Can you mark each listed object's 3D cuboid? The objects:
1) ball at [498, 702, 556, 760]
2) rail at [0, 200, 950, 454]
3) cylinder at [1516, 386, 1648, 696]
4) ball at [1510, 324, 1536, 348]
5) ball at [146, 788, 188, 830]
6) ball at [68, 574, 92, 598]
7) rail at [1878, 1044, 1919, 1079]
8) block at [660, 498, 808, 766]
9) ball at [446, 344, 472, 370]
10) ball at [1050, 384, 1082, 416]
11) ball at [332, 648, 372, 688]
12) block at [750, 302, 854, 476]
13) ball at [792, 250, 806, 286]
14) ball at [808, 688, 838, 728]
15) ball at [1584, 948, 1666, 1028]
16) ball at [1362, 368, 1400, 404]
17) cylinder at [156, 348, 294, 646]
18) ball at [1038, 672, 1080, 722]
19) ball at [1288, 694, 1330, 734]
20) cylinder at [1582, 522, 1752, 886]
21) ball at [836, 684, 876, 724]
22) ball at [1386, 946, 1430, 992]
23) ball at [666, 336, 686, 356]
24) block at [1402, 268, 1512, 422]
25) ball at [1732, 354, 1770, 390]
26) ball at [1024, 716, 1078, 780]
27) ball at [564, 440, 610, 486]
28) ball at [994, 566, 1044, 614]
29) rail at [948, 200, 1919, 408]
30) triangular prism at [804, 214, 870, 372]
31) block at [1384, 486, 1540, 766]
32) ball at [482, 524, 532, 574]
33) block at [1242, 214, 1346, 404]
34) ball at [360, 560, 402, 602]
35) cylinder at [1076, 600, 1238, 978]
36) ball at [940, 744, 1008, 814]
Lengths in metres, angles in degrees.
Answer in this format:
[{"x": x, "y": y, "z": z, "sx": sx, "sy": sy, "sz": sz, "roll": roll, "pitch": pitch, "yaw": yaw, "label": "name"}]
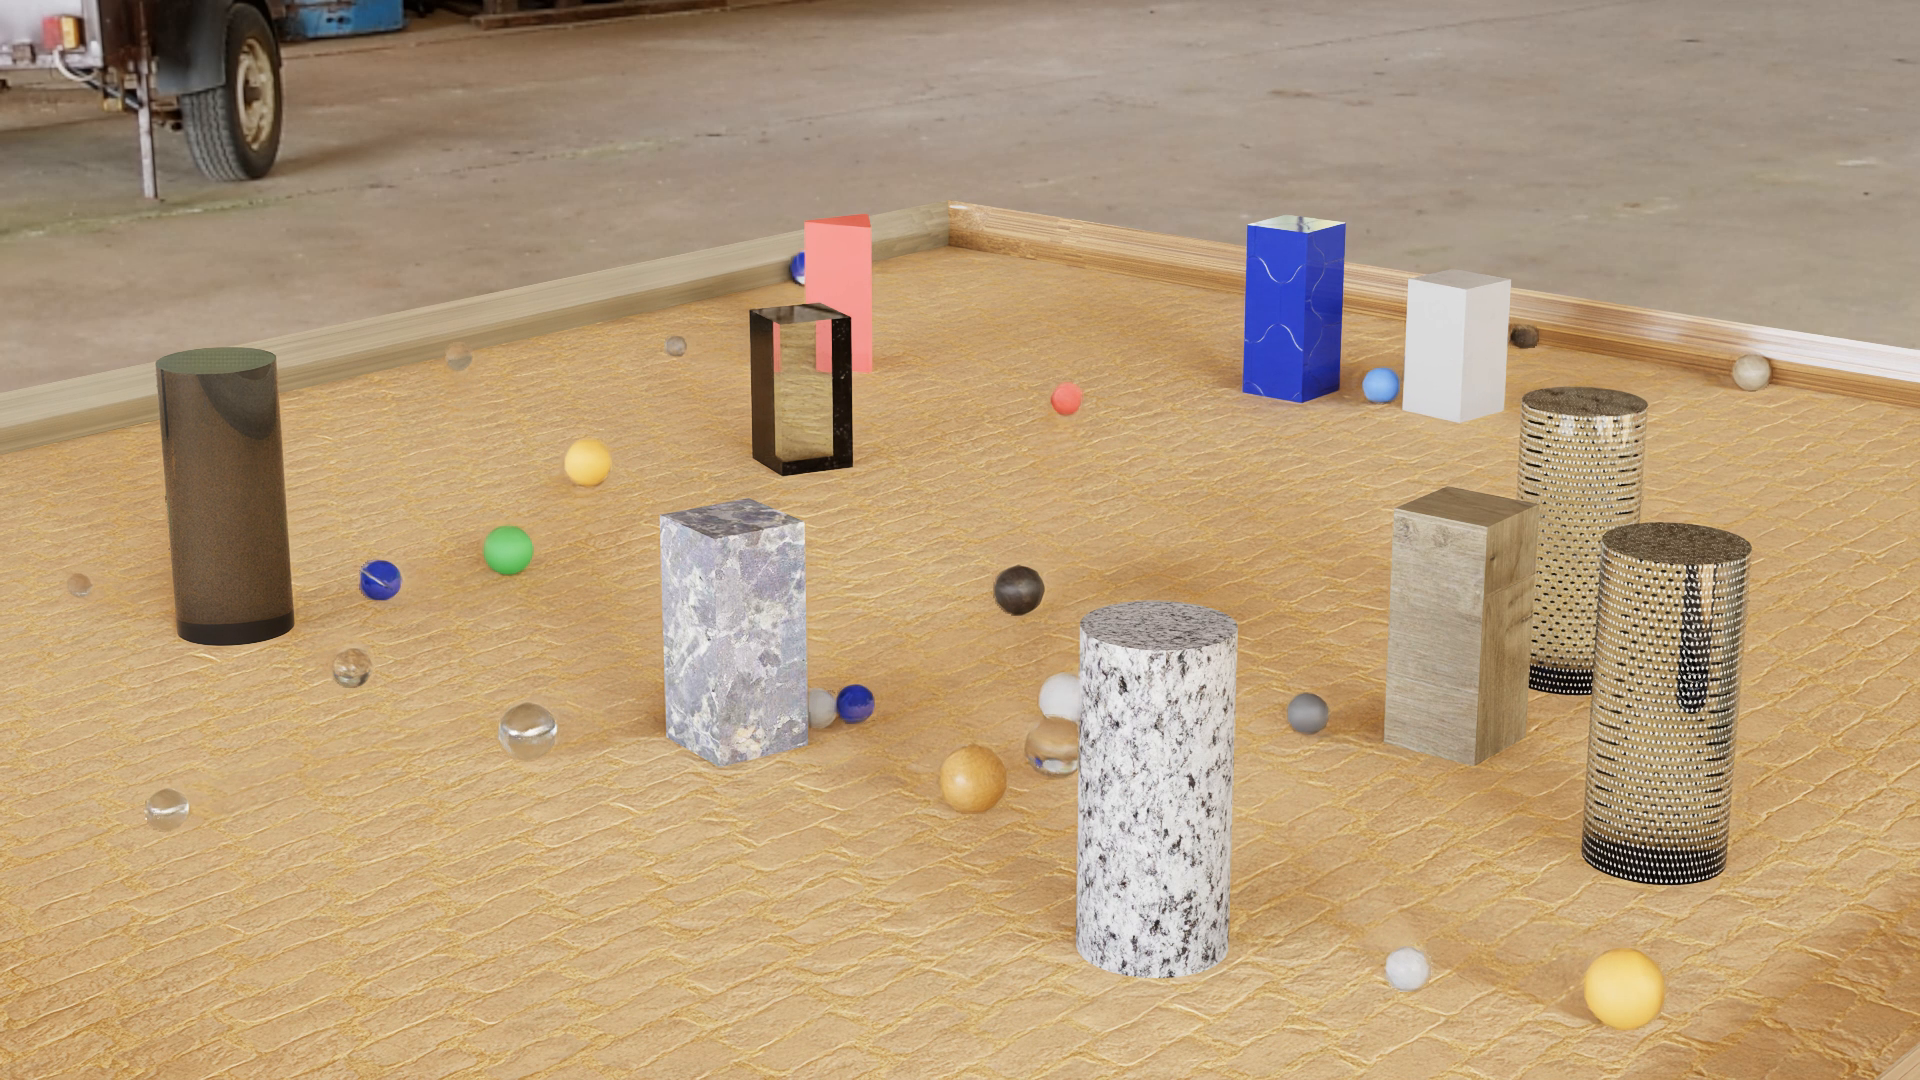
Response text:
[{"x": -0.643, "y": 0.284, "z": 4.356, "sx": 0.086, "sy": 0.086, "sz": 0.086, "roll": 0, "pitch": 17, "yaw": 0, "label": "ball"}, {"x": -1.567, "y": -0.361, "z": 6.423, "sx": 0.045, "sy": 0.126, "sz": 4.734, "roll": 14, "pitch": 22, "yaw": 39, "label": "rail"}, {"x": 0.979, "y": 0.000, "z": 4.660, "sx": 0.194, "sy": 0.454, "sz": 0.194, "roll": 0, "pitch": 17, "yaw": 0, "label": "cylinder"}, {"x": 1.335, "y": -0.483, "z": 6.943, "sx": 0.060, "sy": 0.060, "sz": 0.060, "roll": 0, "pitch": 17, "yaw": 0, "label": "ball"}, {"x": -1.108, "y": 0.377, "z": 4.097, "sx": 0.058, "sy": 0.058, "sz": 0.058, "roll": 0, "pitch": 17, "yaw": 0, "label": "ball"}, {"x": -1.535, "y": 0.080, "z": 5.112, "sx": 0.041, "sy": 0.041, "sz": 0.041, "roll": 0, "pitch": 17, "yaw": 0, "label": "ball"}, {"x": 1.567, "y": 0.425, "z": 3.817, "sx": 0.045, "sy": 0.126, "sz": 4.734, "roll": 14, "pitch": 22, "yaw": 39, "label": "rail"}, {"x": -0.337, "y": 0.136, "z": 4.387, "sx": 0.155, "sy": 0.352, "sz": 0.155, "roll": -12, "pitch": 20, "yaw": -34, "label": "block"}, {"x": -1.151, "y": -0.419, "z": 6.732, "sx": 0.059, "sy": 0.059, "sz": 0.059, "roll": 0, "pitch": 17, "yaw": 0, "label": "ball"}, {"x": 0.229, "y": -0.302, "z": 6.335, "sx": 0.066, "sy": 0.066, "sz": 0.066, "roll": 0, "pitch": 17, "yaw": 0, "label": "ball"}, {"x": -0.966, "y": 0.203, "z": 4.665, "sx": 0.062, "sy": 0.062, "sz": 0.062, "roll": 0, "pitch": 17, "yaw": 0, "label": "ball"}, {"x": -0.321, "y": -0.306, "z": 5.924, "sx": 0.155, "sy": 0.310, "sz": 0.155, "roll": -8, "pitch": 19, "yaw": -25, "label": "block"}, {"x": -0.390, "y": -0.708, "z": 7.625, "sx": 0.097, "sy": 0.097, "sz": 0.097, "roll": 0, "pitch": 17, "yaw": 0, "label": "ball"}, {"x": -0.218, "y": 0.258, "z": 4.486, "sx": 0.061, "sy": 0.061, "sz": 0.061, "roll": 0, "pitch": 17, "yaw": 0, "label": "ball"}, {"x": 0.795, "y": 0.536, "z": 3.505, "sx": 0.096, "sy": 0.096, "sz": 0.096, "roll": 0, "pitch": 17, "yaw": 0, "label": "ball"}, {"x": 0.924, "y": -0.339, "z": 6.432, "sx": 0.079, "sy": 0.079, "sz": 0.079, "roll": 0, "pitch": 17, "yaw": 0, "label": "ball"}, {"x": -1.224, "y": -0.074, "z": 4.891, "sx": 0.194, "sy": 0.463, "sz": 0.194, "roll": 0, "pitch": 17, "yaw": 0, "label": "cylinder"}, {"x": 0.161, "y": 0.244, "z": 4.499, "sx": 0.081, "sy": 0.081, "sz": 0.081, "roll": 0, "pitch": 17, "yaw": 0, "label": "ball"}, {"x": 0.530, "y": 0.265, "z": 4.461, "sx": 0.063, "sy": 0.063, "sz": 0.063, "roll": 0, "pitch": 17, "yaw": 0, "label": "ball"}, {"x": 0.948, "y": 0.219, "z": 3.945, "sx": 0.194, "sy": 0.449, "sz": 0.194, "roll": 0, "pitch": 17, "yaw": 0, "label": "cylinder"}, {"x": -0.161, "y": 0.252, "z": 4.508, "sx": 0.061, "sy": 0.061, "sz": 0.061, "roll": 0, "pitch": 17, "yaw": 0, "label": "ball"}, {"x": 0.551, "y": 0.527, "z": 3.605, "sx": 0.054, "sy": 0.054, "sz": 0.054, "roll": 0, "pitch": 17, "yaw": 0, "label": "ball"}, {"x": -0.664, "y": -0.453, "z": 6.864, "sx": 0.049, "sy": 0.049, "sz": 0.049, "roll": 0, "pitch": 17, "yaw": 0, "label": "ball"}, {"x": 1.073, "y": -0.421, "z": 6.340, "sx": 0.155, "sy": 0.291, "sz": 0.155, "roll": -15, "pitch": 22, "yaw": -41, "label": "block"}, {"x": 1.767, "y": -0.374, "z": 6.547, "sx": 0.081, "sy": 0.081, "sz": 0.081, "roll": 0, "pitch": 17, "yaw": 0, "label": "ball"}, {"x": 0.140, "y": 0.303, "z": 4.282, "sx": 0.092, "sy": 0.092, "sz": 0.092, "roll": 0, "pitch": 17, "yaw": 0, "label": "ball"}, {"x": -0.736, "y": -0.152, "z": 5.794, "sx": 0.090, "sy": 0.090, "sz": 0.090, "roll": 0, "pitch": 17, "yaw": 0, "label": "ball"}, {"x": 0.102, "y": 0.086, "z": 5.017, "sx": 0.085, "sy": 0.085, "sz": 0.085, "roll": 0, "pitch": 17, "yaw": 0, "label": "ball"}, {"x": 1.536, "y": -0.479, "z": 6.814, "sx": 4.199, "sy": 0.126, "sz": 0.045, "roll": 14, "pitch": 22, "yaw": 39, "label": "rail"}, {"x": -0.248, "y": -0.574, "z": 6.766, "sx": 0.168, "sy": 0.337, "sz": 0.146, "roll": 8, "pitch": 19, "yaw": 25, "label": "triangular prism"}, {"x": 0.750, "y": 0.127, "z": 4.388, "sx": 0.155, "sy": 0.369, "sz": 0.155, "roll": 13, "pitch": 21, "yaw": 37, "label": "block"}, {"x": -0.808, "y": 0.017, "z": 5.237, "sx": 0.089, "sy": 0.089, "sz": 0.089, "roll": 0, "pitch": 17, "yaw": 0, "label": "ball"}, {"x": 0.739, "y": -0.513, "z": 6.493, "sx": 0.155, "sy": 0.379, "sz": 0.155, "roll": 13, "pitch": 21, "yaw": 37, "label": "block"}, {"x": -1.005, "y": 0.070, "z": 5.090, "sx": 0.072, "sy": 0.072, "sz": 0.072, "roll": 0, "pitch": 17, "yaw": 0, "label": "ball"}, {"x": 0.245, "y": 0.311, "z": 3.673, "sx": 0.194, "sy": 0.430, "sz": 0.194, "roll": 0, "pitch": 17, "yaw": 0, "label": "cylinder"}, {"x": 0.019, "y": 0.339, "z": 4.157, "sx": 0.096, "sy": 0.096, "sz": 0.096, "roll": 0, "pitch": 17, "yaw": 0, "label": "ball"}]
